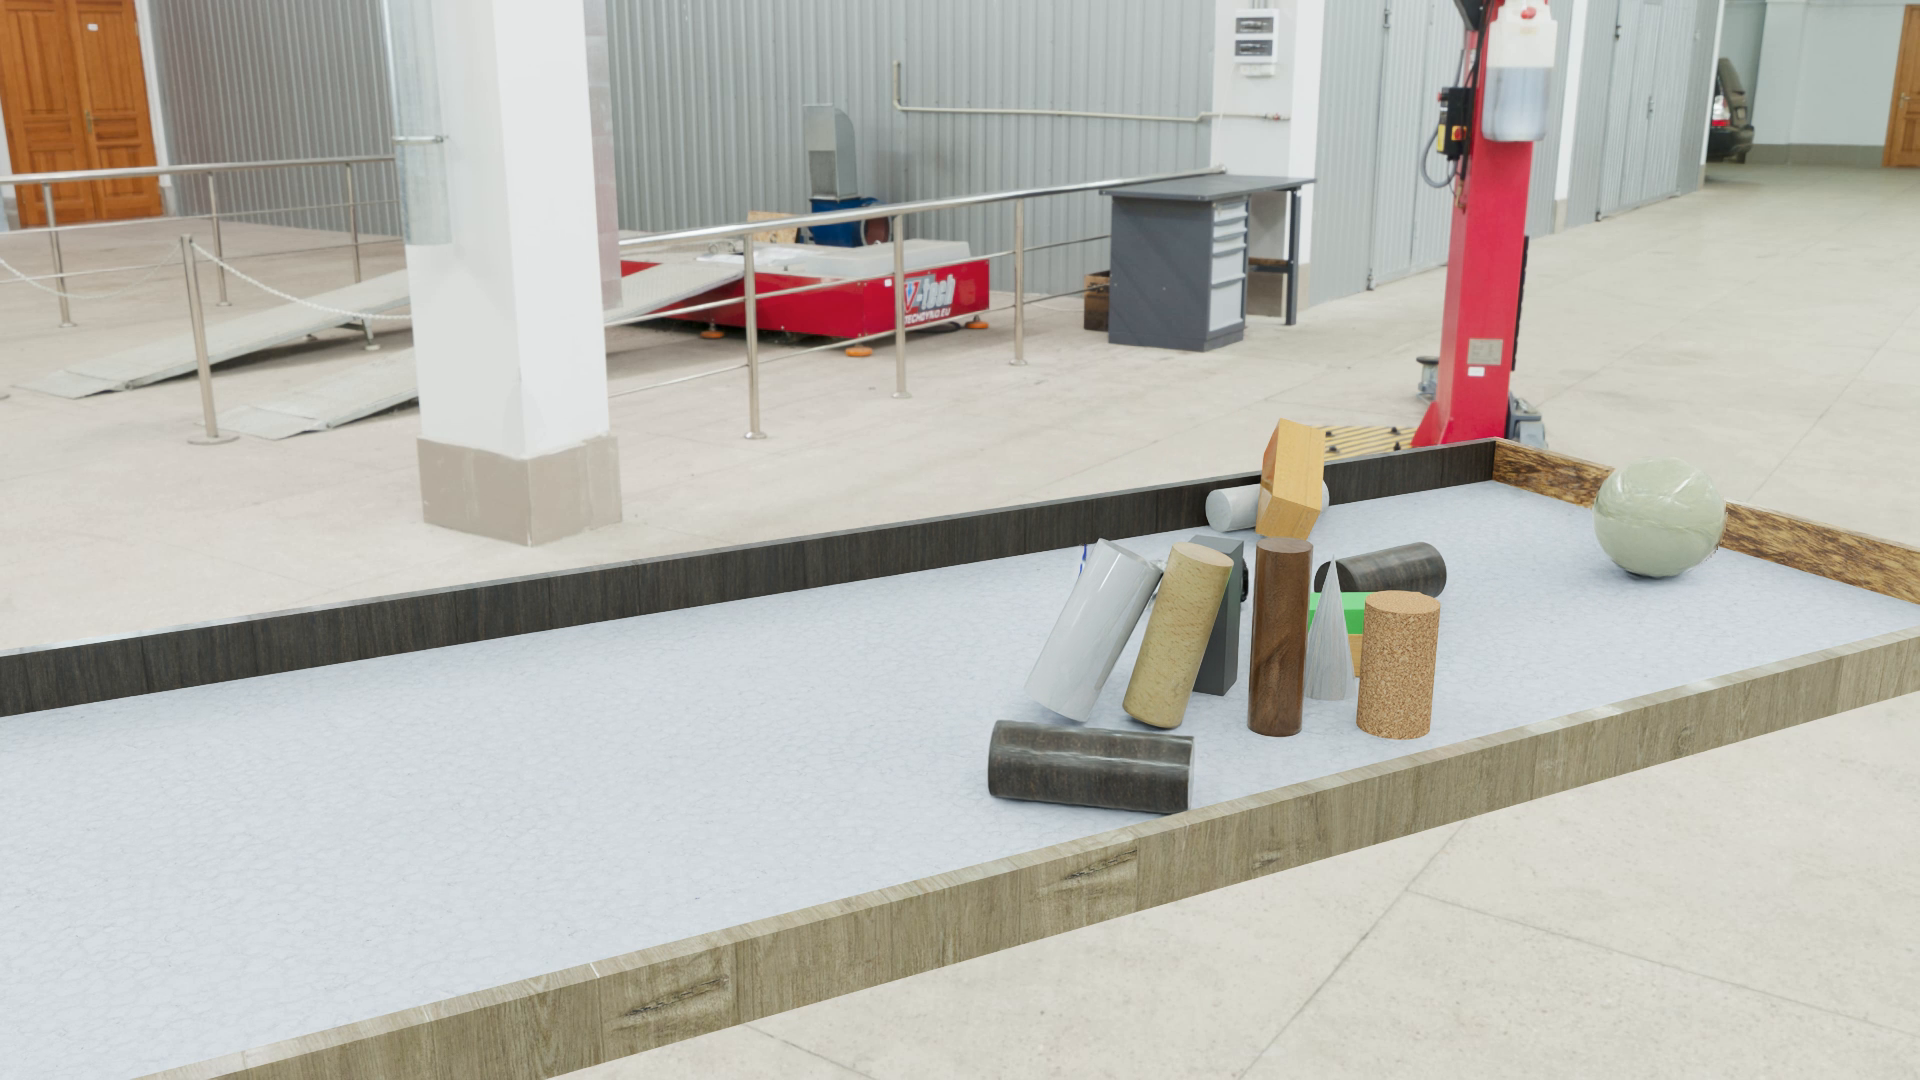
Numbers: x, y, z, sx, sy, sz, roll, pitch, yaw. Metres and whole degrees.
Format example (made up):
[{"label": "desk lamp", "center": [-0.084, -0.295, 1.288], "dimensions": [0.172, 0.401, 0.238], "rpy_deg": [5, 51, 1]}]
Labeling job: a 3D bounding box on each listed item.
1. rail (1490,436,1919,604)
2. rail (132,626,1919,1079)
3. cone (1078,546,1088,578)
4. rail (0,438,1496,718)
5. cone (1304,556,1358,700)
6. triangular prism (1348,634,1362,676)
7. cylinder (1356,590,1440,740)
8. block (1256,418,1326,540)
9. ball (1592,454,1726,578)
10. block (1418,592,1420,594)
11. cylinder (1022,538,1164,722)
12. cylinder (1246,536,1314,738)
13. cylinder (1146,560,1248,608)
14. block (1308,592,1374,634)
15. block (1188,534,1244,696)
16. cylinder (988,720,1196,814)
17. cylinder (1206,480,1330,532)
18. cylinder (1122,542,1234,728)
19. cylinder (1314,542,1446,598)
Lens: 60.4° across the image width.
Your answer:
[{"label": "rail", "center": [2.466, -0.048, 5.253], "dimensions": [0.050, 0.150, 2.100], "rpy_deg": [-9, 18, -27]}, {"label": "rail", "center": [-2.336, 1.006, 1.665], "dimensions": [12.000, 0.150, 0.050], "rpy_deg": [-9, 18, -27]}, {"label": "cone", "center": [0.302, 0.187, 4.065], "dimensions": [0.113, 0.363, 0.113], "rpy_deg": [1, 14, 0]}, {"label": "rail", "center": [-3.305, 0.497, 3.399], "dimensions": [12.000, 0.150, 0.050], "rpy_deg": [-9, 18, -27]}, {"label": "cone", "center": [0.906, 0.201, 4.047], "dimensions": [0.161, 0.352, 0.161], "rpy_deg": [0, 16, 0]}, {"label": "triangular prism", "center": [0.965, 0.285, 4.210], "dimensions": [0.415, 0.094, 0.108], "rpy_deg": [1, 16, 3]}, {"label": "cylinder", "center": [1.017, 0.289, 3.830], "dimensions": [0.168, 0.306, 0.168], "rpy_deg": [0, 16, 0]}, {"label": "block", "center": [1.082, -0.192, 5.387], "dimensions": [0.159, 0.159, 0.439], "rpy_deg": [17, 40, 1]}, {"label": "ball", "center": [2.092, -0.071, 4.944], "dimensions": [0.368, 0.368, 0.368], "rpy_deg": [0, 16, 0]}, {"label": "block", "center": [1.033, 0.208, 4.462], "dimensions": [0.448, 0.104, 0.104], "rpy_deg": [-1, 16, -2]}, {"label": "cylinder", "center": [0.312, 0.211, 3.873], "dimensions": [0.172, 0.396, 0.172], "rpy_deg": [26, 8, -4]}, {"label": "cylinder", "center": [0.737, 0.224, 3.805], "dimensions": [0.128, 0.444, 0.128], "rpy_deg": [0, 16, 0]}, {"label": "cylinder", "center": [0.626, 0.121, 4.700], "dimensions": [0.365, 0.137, 0.137], "rpy_deg": [-3, 17, -12]}, {"label": "block", "center": [1.017, 0.226, 4.339], "dimensions": [0.378, 0.139, 0.139], "rpy_deg": [-1, 16, -2]}, {"label": "block", "center": [0.617, 0.185, 4.074], "dimensions": [0.122, 0.367, 0.122], "rpy_deg": [7, 18, 24]}, {"label": "cylinder", "center": [0.277, 0.474, 3.453], "dimensions": [0.414, 0.161, 0.161], "rpy_deg": [4, 17, 12]}, {"label": "cylinder", "center": [1.030, -0.123, 5.523], "dimensions": [0.409, 0.140, 0.140], "rpy_deg": [-9, 18, -27]}, {"label": "cylinder", "center": [0.505, 0.221, 3.837], "dimensions": [0.146, 0.409, 0.146], "rpy_deg": [14, 16, -4]}, {"label": "cylinder", "center": [1.189, 0.115, 4.663], "dimensions": [0.351, 0.169, 0.169], "rpy_deg": [-10, 19, -31]}]
